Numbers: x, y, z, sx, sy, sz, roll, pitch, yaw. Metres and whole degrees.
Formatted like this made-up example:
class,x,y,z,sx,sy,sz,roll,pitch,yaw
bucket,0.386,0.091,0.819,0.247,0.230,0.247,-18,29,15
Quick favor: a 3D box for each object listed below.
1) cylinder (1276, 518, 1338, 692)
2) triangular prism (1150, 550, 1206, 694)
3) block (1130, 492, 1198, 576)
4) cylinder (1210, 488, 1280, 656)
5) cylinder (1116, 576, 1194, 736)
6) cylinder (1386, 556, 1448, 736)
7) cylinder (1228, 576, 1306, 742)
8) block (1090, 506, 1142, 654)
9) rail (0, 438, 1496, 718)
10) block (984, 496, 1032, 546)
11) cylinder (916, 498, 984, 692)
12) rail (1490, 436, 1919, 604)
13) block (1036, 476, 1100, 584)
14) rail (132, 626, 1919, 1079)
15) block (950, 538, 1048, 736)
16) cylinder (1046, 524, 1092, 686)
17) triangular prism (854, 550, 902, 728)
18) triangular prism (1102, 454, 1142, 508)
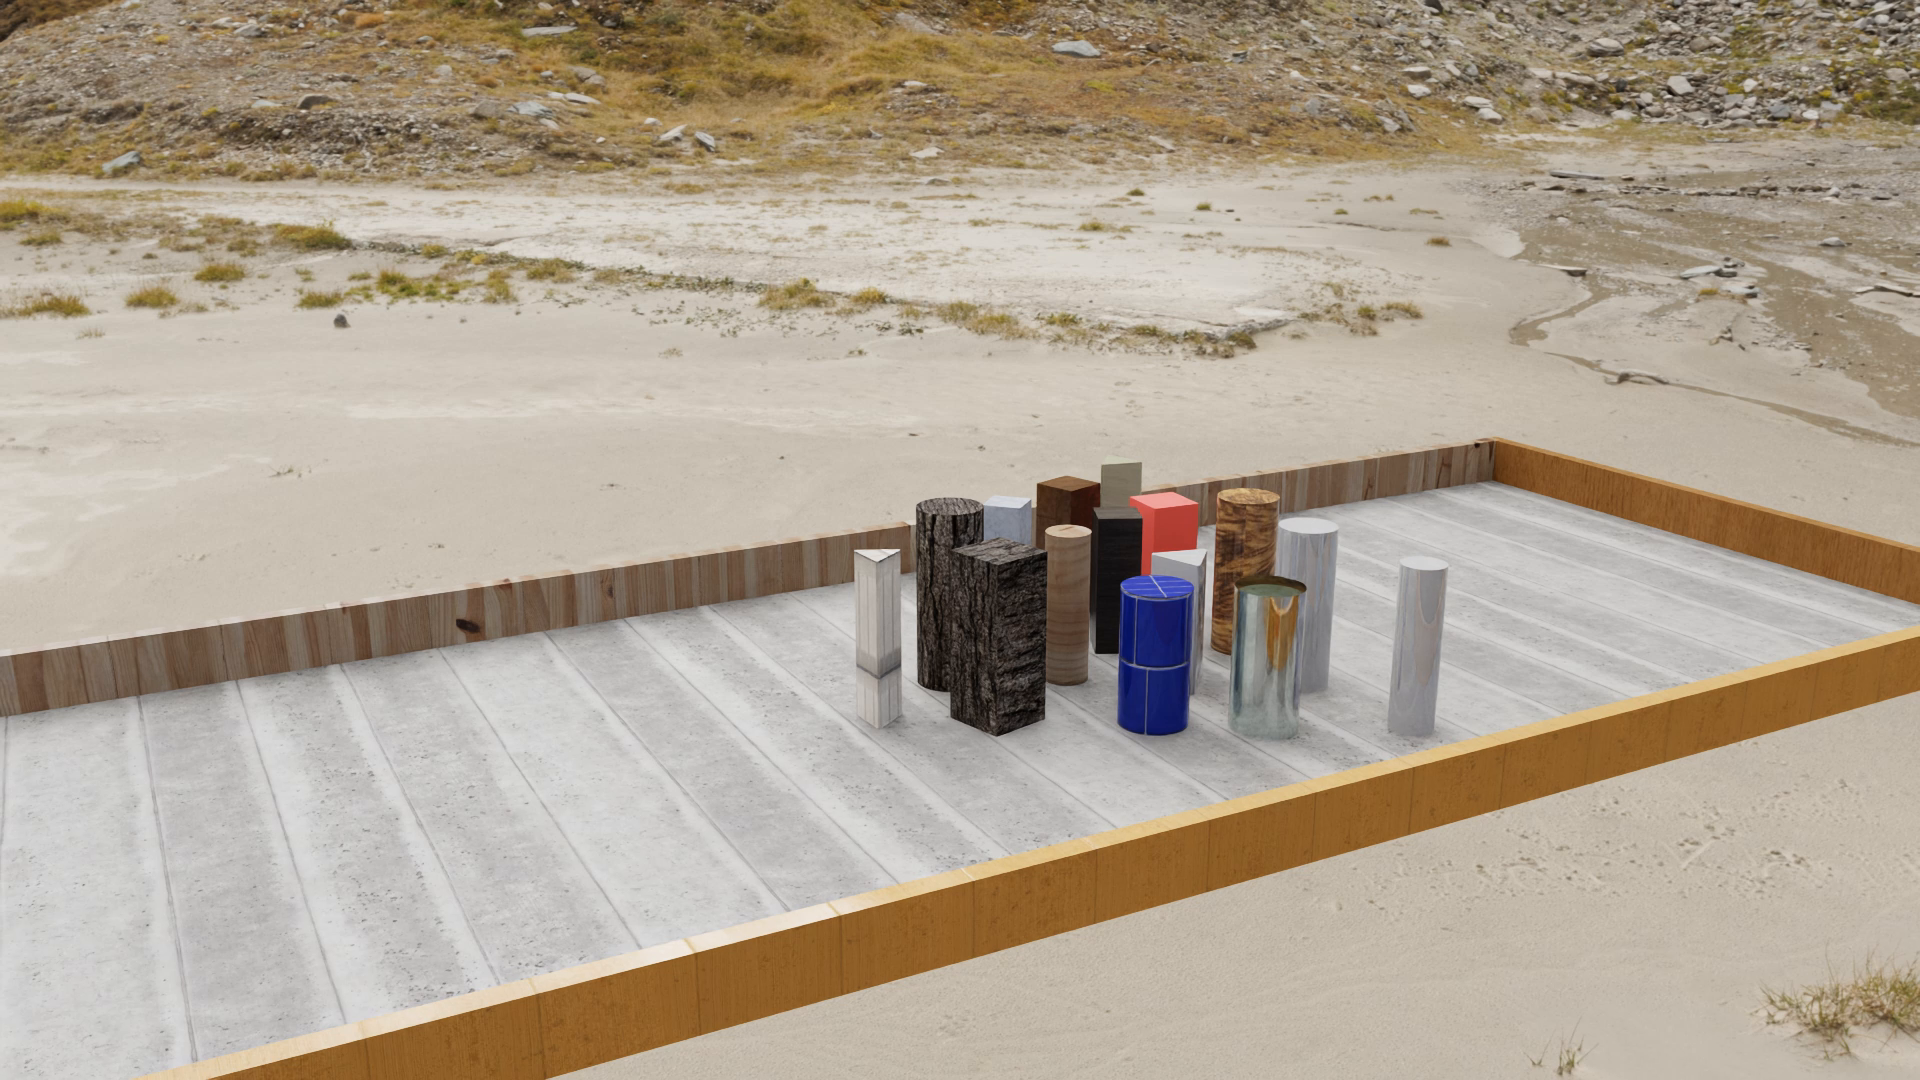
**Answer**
class,x,y,z,sx,sy,sz,roll,pitch,yaw
cylinder,0.852,0.160,4.086,0.145,0.408,0.145,0,16,0
triangular prism,0.567,0.195,4.101,0.144,0.333,0.125,16,22,42
block,0.562,0.050,4.595,0.138,0.333,0.138,-7,18,-23
cylinder,0.748,0.085,4.333,0.160,0.414,0.160,0,16,0
cylinder,0.454,0.268,3.845,0.168,0.337,0.168,0,16,0
cylinder,1.056,0.245,3.808,0.108,0.402,0.108,0,16,0
cylinder,0.709,0.272,3.814,0.163,0.347,0.163,0,16,0
block,0.410,0.106,4.340,0.115,0.369,0.115,-1,16,-3
rail,-3.305,0.497,3.399,12.000,0.150,0.050,-9,18,-27
block,0.121,0.093,4.328,0.103,0.401,0.103,6,17,18
cylinder,-0.025,0.135,4.091,0.166,0.454,0.166,0,16,0
rail,2.466,-0.048,5.253,0.050,0.150,2.100,-9,18,-27
block,0.302,0.020,4.630,0.126,0.370,0.126,15,22,42
rail,-2.336,1.006,1.665,12.000,0.150,0.050,-9,18,-27
block,0.089,0.224,3.856,0.159,0.416,0.159,-14,22,-40
cylinder,0.267,0.163,4.116,0.114,0.386,0.114,0,16,0
triangular prism,-0.178,0.225,3.862,0.091,0.409,0.105,-10,19,-31
triangular prism,0.450,-0.048,4.826,0.123,0.390,0.107,-5,17,-16
